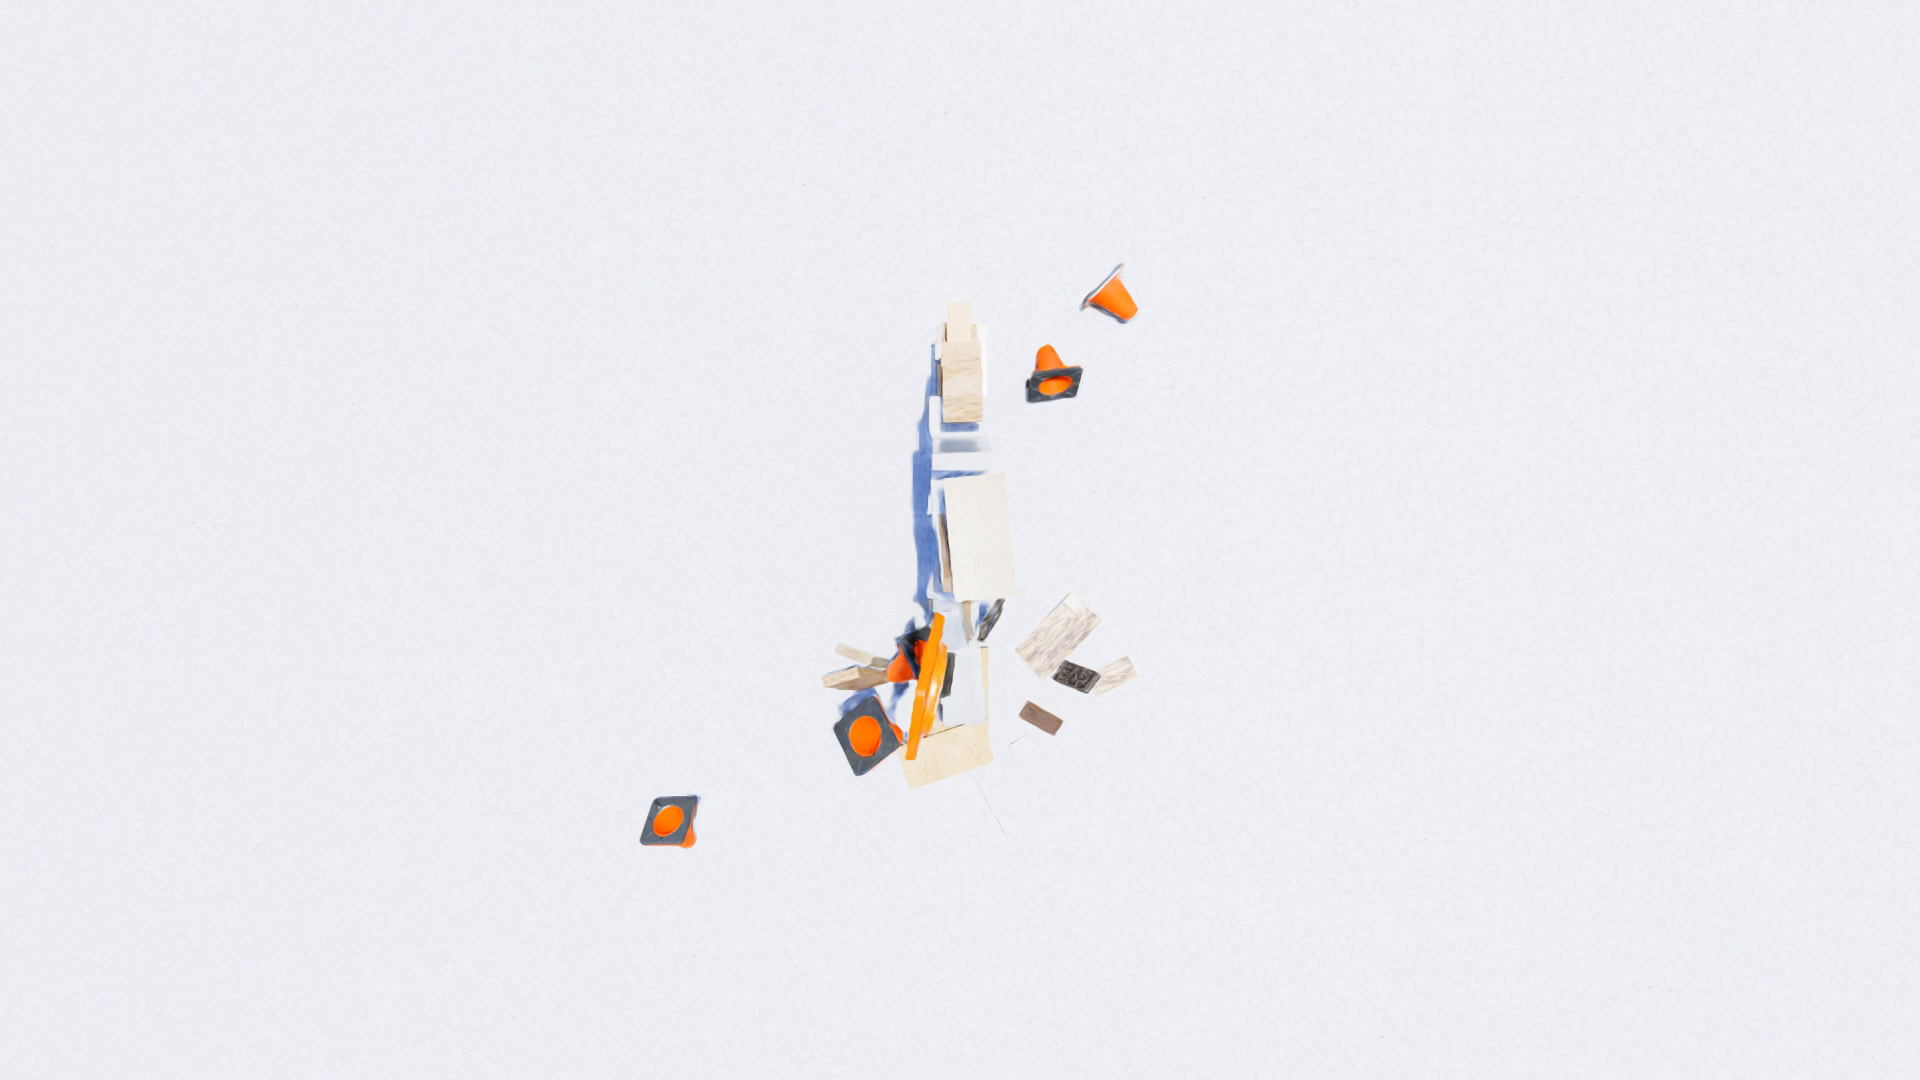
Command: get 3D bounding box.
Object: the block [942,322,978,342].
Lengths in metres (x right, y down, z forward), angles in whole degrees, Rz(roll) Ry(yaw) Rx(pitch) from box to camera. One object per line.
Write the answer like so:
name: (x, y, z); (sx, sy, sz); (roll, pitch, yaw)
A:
block: (-0.002, -0.482, 4.372); (0.090, 0.026, 0.181); (1, 89, 0)

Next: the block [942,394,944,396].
block: (-0.003, -0.398, 4.475); (0.090, 0.181, 0.026); (0, 77, 0)

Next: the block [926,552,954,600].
block: (-0.034, 0.096, 4.435); (0.079, 0.158, 0.022); (1, 134, 15)

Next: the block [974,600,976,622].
block: (0.001, 0.242, 5.055); (0.098, 0.028, 0.195); (-1, 110, 1)

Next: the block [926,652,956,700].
block: (-0.055, 0.395, 4.812); (0.071, 0.020, 0.142); (-13, 49, 27)

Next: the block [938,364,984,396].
block: (0.001, -0.359, 4.584); (0.127, 0.036, 0.254); (0, 90, 0)

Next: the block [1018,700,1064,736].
block: (0.267, 0.593, 5.471); (0.138, 0.020, 0.069); (29, 128, 0)

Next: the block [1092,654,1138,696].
block: (0.505, 0.452, 5.489); (0.155, 0.022, 0.077); (-26, 90, 0)

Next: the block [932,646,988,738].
block: (0.000, 0.510, 5.118); (0.177, 0.050, 0.355); (0, 90, 0)

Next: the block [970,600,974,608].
block: (-0.005, 0.254, 5.008); (0.098, 0.028, 0.195); (-3, 97, 1)

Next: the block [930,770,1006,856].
block: (0.026, 0.896, 5.480); (0.138, 0.039, 0.275); (-29, 90, 0)

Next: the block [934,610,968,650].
block: (-0.024, 0.264, 4.798); (0.071, 0.186, 0.020); (-7, 56, 6)

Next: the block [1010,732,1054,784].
block: (0.238, 0.728, 5.489); (0.077, 0.022, 0.155); (-32, 90, 0)

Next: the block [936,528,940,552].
block: (-0.010, -0.086, 4.932); (0.121, 0.034, 0.241); (-1, 90, 0)

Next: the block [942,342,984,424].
block: (0.006, -0.380, 3.978); (0.096, 0.027, 0.192); (-2, 90, 0)

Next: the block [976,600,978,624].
block: (-0.001, 0.145, 5.094); (0.117, 0.033, 0.234); (0, 90, 0)

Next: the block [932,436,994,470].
block: (0.005, -0.213, 4.037); (0.145, 0.290, 0.041); (0, 101, -1)

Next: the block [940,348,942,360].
block: (0.001, -0.464, 4.175); (0.096, 0.366, 0.027); (-1, 94, 0)

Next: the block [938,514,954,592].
block: (0.024, 0.030, 4.047); (0.145, 0.290, 0.041); (0, 123, -4)

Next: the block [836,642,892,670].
block: (-0.311, 0.379, 5.365); (0.123, 0.247, 0.035); (20, 87, 14)

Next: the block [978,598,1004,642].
block: (0.092, 0.235, 4.888); (0.020, 0.142, 0.071); (21, 129, 13)

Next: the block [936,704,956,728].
block: (-0.020, 0.497, 5.053); (0.069, 0.020, 0.138); (21, 101, 1)

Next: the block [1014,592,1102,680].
block: (0.324, 0.318, 5.480); (0.138, 0.039, 0.275); (45, 90, 0)

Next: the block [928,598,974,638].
block: (-0.026, 0.218, 4.825); (0.091, 0.026, 0.182); (-12, 128, 10)

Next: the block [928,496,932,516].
block: (0.003, -0.087, 4.432); (0.167, 0.401, 0.047); (2, 90, 0)

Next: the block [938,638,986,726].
block: (0.005, 0.419, 4.852); (0.123, 0.035, 0.247); (-7, 68, 5)

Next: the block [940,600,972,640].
block: (-0.013, 0.207, 4.851); (0.091, 0.026, 0.212); (0, 128, 1)

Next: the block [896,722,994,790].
block: (-0.045, 0.658, 5.074); (0.275, 0.039, 0.138); (-19, 90, 0)

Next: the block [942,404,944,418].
block: (0.005, -0.316, 4.088); (0.096, 0.192, 0.027); (-1, 90, 0)

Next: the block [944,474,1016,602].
block: (0.048, -0.006, 3.884); (0.145, 0.041, 0.290); (-6, 88, 3)

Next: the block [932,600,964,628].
block: (-0.034, 0.205, 4.752); (0.079, 0.158, 0.022); (-3, 58, 3)

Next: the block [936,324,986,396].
block: (0.004, -0.513, 5.160); (0.159, 0.045, 0.318); (0, 90, 0)

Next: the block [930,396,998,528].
block: (0.010, -0.198, 4.207); (0.167, 0.047, 0.334); (-2, 90, 0)

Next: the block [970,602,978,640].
block: (0.003, 0.282, 4.939); (0.091, 0.026, 0.183); (-8, 97, 2)

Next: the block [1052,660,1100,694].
block: (0.382, 0.450, 5.424); (0.077, 0.155, 0.022); (-51, 129, -19)

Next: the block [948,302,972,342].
block: (-0.002, -0.545, 4.228); (0.062, 0.017, 0.123); (0, 89, 0)

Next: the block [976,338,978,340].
block: (-0.001, -0.529, 4.662); (0.090, 0.552, 0.026); (1, 87, 0)

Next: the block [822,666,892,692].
block: (-0.331, 0.452, 5.340); (0.123, 0.298, 0.035); (-17, 78, 16)
